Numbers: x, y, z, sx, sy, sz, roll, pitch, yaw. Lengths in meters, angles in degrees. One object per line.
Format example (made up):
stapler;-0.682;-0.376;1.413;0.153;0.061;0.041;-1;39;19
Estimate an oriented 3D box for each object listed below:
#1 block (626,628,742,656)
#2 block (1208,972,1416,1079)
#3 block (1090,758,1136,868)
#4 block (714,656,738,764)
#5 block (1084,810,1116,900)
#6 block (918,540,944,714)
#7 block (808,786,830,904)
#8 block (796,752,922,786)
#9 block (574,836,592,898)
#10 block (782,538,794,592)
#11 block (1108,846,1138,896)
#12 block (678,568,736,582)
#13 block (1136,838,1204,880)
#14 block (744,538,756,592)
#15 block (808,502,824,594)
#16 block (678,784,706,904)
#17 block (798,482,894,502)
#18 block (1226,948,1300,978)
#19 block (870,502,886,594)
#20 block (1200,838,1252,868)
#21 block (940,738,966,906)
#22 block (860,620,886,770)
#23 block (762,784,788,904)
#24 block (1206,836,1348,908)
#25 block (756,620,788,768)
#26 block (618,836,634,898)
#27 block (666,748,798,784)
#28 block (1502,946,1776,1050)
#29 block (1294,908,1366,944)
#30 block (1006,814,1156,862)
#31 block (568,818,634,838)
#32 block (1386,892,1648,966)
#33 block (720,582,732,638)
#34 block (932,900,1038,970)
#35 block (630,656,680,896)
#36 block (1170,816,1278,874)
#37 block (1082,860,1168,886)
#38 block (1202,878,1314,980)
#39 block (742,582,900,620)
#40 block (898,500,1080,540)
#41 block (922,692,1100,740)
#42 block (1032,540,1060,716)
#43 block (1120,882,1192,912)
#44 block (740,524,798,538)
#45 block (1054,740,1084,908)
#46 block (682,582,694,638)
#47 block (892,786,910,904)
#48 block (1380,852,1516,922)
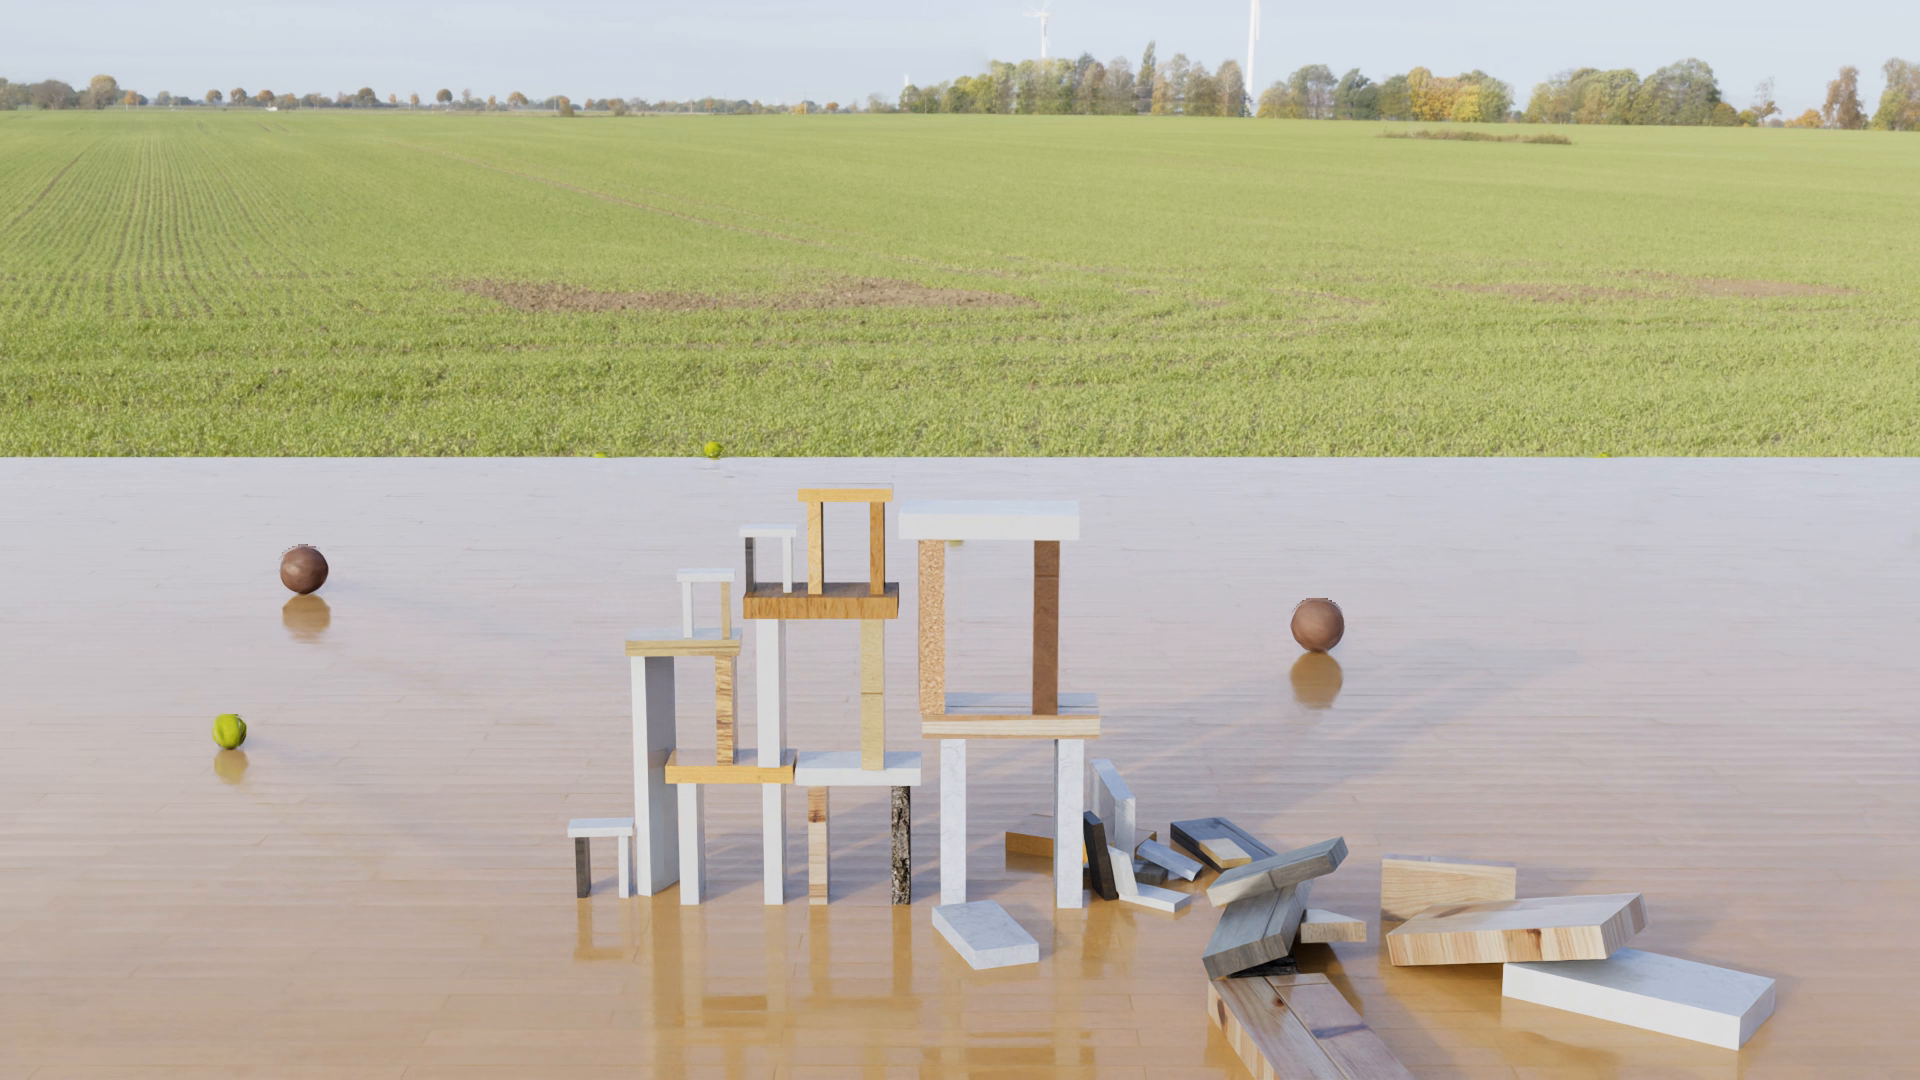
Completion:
block;-0.449;0.166;3.587;0.183;0.026;0.091;0;11;-2
block;0.475;0.691;2.994;0.171;0.048;0.395;-2;11;-9
block;0.262;0.470;3.802;0.034;0.120;0.239;-1;11;-7
block;-0.383;0.268;3.610;0.026;0.183;0.091;0;11;0
block;0.229;0.524;3.651;0.019;0.135;0.067;-13;13;-12
block;-0.046;0.127;3.589;0.041;0.286;0.143;0;11;-2
block;-0.233;0.491;3.647;0.029;0.203;0.102;0;11;0
block;-0.165;0.376;3.626;0.203;0.029;0.102;0;11;0
block;-0.628;0.537;3.664;0.015;0.105;0.053;0;11;0
block;-0.279;0.036;3.568;0.013;0.091;0.045;0;11;0
block;0.258;0.546;3.646;0.019;0.068;0.135;-14;3;-14
block;-0.411;0.057;3.565;0.092;0.013;0.046;-1;11;-3
block;0.359;0.547;3.761;0.106;0.015;0.053;25;16;17
block;-0.339;0.036;3.568;0.013;0.091;0.045;0;11;0
block;-0.234;0.006;3.564;0.021;0.150;0.075;0;11;0
block;-0.444;0.488;3.649;0.029;0.207;0.104;0;11;0
block;-0.184;-0.078;3.549;0.150;0.021;0.075;0;11;0
block;0.452;0.644;3.299;0.103;0.029;0.205;0;11;1
block;-0.133;0.006;3.564;0.021;0.150;0.075;0;11;0
block;0.454;0.535;3.762;0.053;0.015;0.106;-3;11;-14
block;-0.011;0.449;3.647;0.041;0.286;0.143;0;11;0
block;-0.142;0.239;3.602;0.035;0.251;0.123;0;11;0
block;-0.306;0.488;3.649;0.029;0.207;0.104;0;11;0
block;0.503;0.525;3.483;0.208;0.029;0.104;-21;0;25
block;-0.308;0.236;3.603;0.035;0.247;0.123;0;11;1
block;-0.557;0.537;3.664;0.015;0.105;0.053;1;11;0
block;-0.375;0.372;3.627;0.207;0.029;0.103;0;11;0
block;0.987;0.652;3.204;0.342;0.048;0.171;7;13;35
block;0.543;0.597;3.405;0.103;0.029;0.205;0;-4;-11
block;0.214;0.532;3.891;0.239;0.034;0.120;5;12;25
block;-0.596;0.478;3.656;0.105;0.015;0.053;-1;11;-4
block;0.837;0.587;3.312;0.342;0.048;0.171;-11;2;38
block;-0.380;0.108;3.575;0.013;0.092;0.046;0;11;-2
block;0.038;0.617;3.445;0.104;0.029;0.208;-4;11;-18
block;-0.507;0.378;3.663;0.026;0.419;0.091;5;11;23
block;0.480;0.547;3.821;0.103;0.029;0.326;-4;11;-18
block;0.283;0.564;3.757;0.135;0.019;0.068;3;11;16
block;0.462;0.576;3.366;0.120;0.034;0.445;-21;0;15
block;-0.224;0.098;3.577;0.247;0.035;0.123;0;11;0
block;0.049;-0.033;3.553;0.286;0.041;0.143;0;11;2
block;0.083;0.288;3.615;0.286;0.041;0.143;0;11;1
block;0.140;0.128;3.583;0.041;0.286;0.143;1;11;2
block;0.322;0.589;3.631;0.106;0.015;0.053;8;13;36
block;-0.309;-0.015;3.558;0.091;0.013;0.045;0;11;0
block;0.179;0.449;3.645;0.041;0.286;0.143;0;11;0
block;-0.441;0.109;3.573;0.013;0.092;0.046;0;11;-2
block;-0.097;0.491;3.647;0.029;0.203;0.102;0;11;0
block;0.782;0.564;3.527;0.208;0.104;0.029;2;11;13
